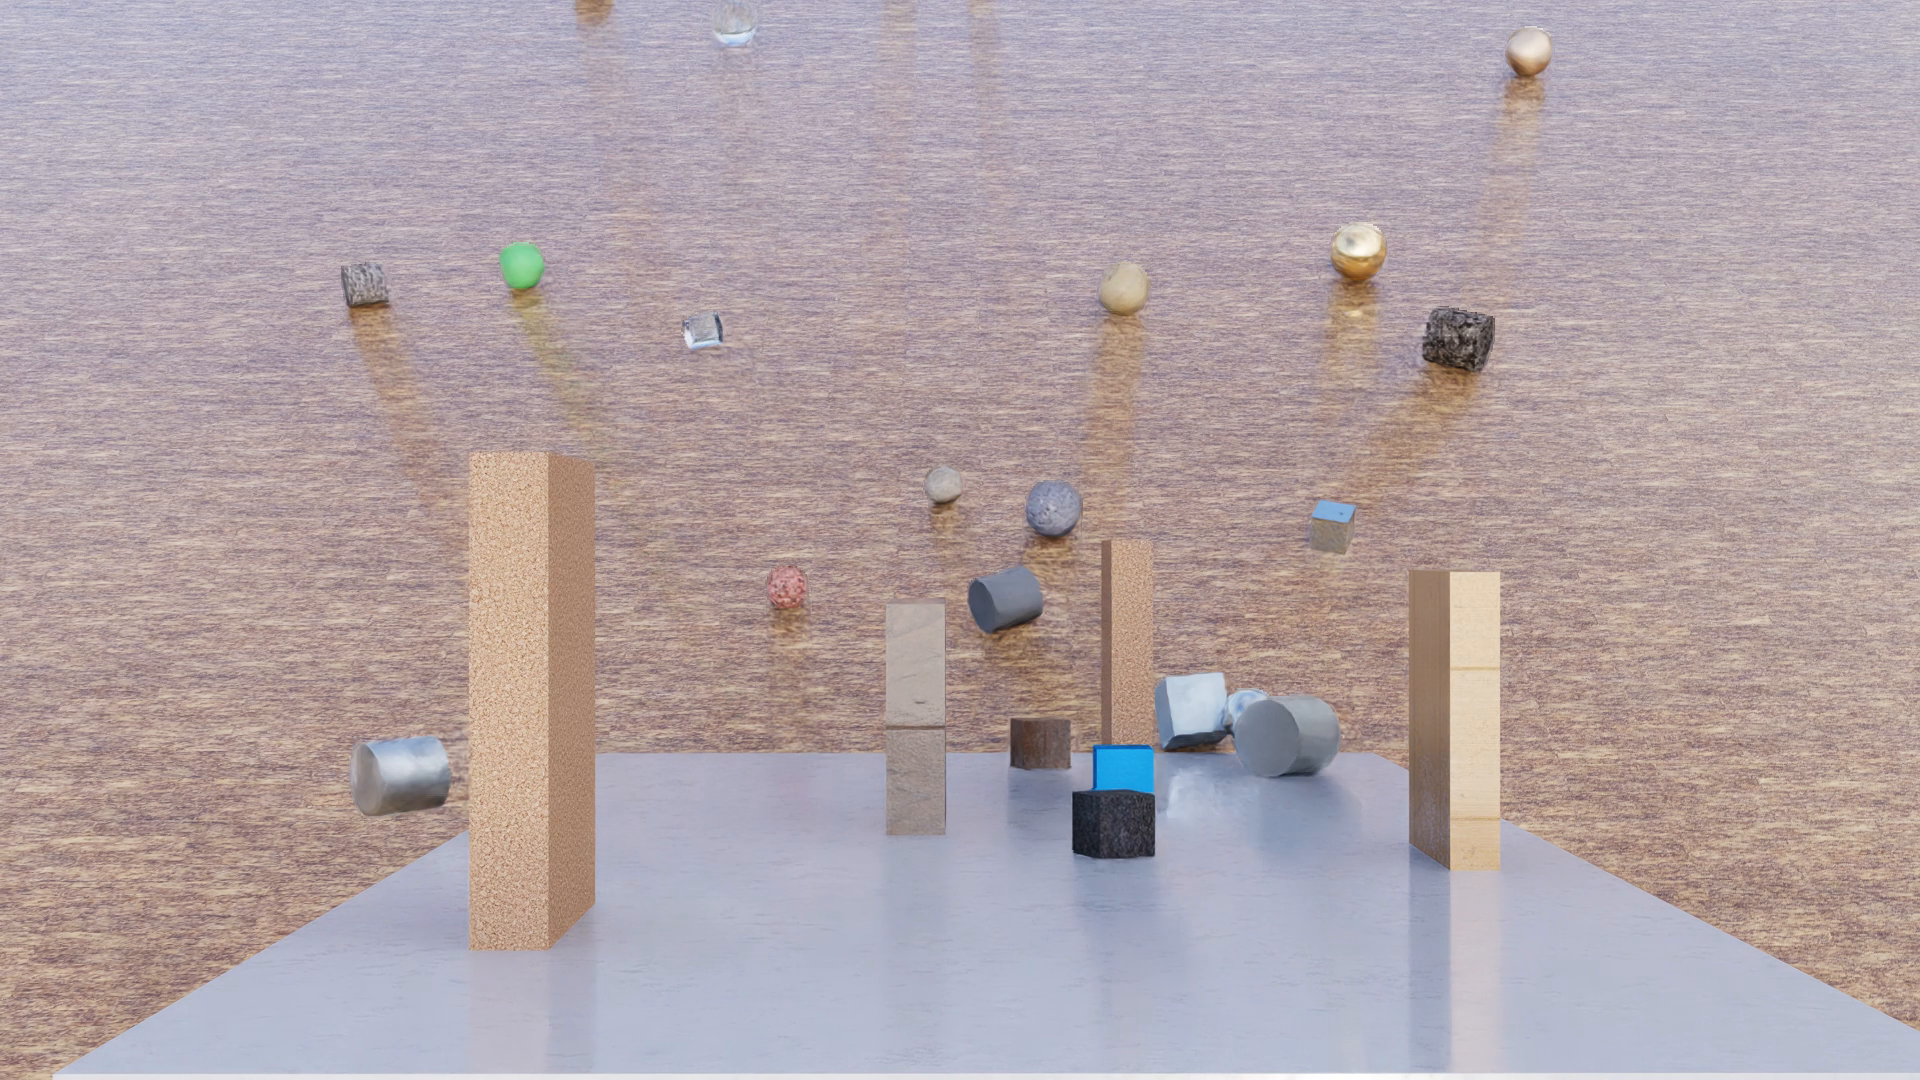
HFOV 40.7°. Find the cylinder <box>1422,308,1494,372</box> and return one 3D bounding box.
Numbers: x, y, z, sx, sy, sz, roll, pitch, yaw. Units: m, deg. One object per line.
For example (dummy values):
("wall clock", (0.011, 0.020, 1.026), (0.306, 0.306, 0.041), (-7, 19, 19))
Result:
("cylinder", (1.687, -0.678, 8.770), (0.185, 0.185, 0.185), (15, 33, 24))

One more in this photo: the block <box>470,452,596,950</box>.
("block", (-0.603, 0.216, 3.681), (0.106, 0.665, 0.447), (0, 0, 0))

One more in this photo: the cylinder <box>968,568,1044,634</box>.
("cylinder", (0.130, 0.171, 7.330), (0.154, 0.154, 0.154), (-17, 34, -26))

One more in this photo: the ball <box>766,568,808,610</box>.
("ball", (-0.495, 0.139, 7.420), (0.119, 0.119, 0.119), (0, 30, 0))

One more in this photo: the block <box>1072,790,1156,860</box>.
("block", (0.268, 0.495, 4.509), (0.107, 0.107, 0.107), (0, 0, -24))

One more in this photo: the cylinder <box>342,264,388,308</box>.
("cylinder", (-2.118, -0.906, 9.210), (0.138, 0.138, 0.138), (-10, 32, -18))

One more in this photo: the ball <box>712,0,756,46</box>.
("ball", (-1.012, -2.313, 11.585), (0.203, 0.203, 0.203), (0, 30, 0))

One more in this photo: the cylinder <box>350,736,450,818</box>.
("cylinder", (-1.183, 0.498, 5.466), (0.155, 0.155, 0.155), (-5, 27, -38))

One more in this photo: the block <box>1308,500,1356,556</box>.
("block", (1.113, -0.038, 7.735), (0.110, 0.110, 0.110), (10, 32, 17))

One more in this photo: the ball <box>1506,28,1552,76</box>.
("ball", (2.475, -2.119, 11.250), (0.202, 0.202, 0.202), (0, 30, 0))

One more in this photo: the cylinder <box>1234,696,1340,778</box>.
("cylinder", (0.765, 0.458, 6.045), (0.179, 0.179, 0.179), (25, 16, 37))

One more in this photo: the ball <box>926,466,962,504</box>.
("ball", (-0.050, -0.167, 7.954), (0.115, 0.115, 0.115), (0, 30, 0))

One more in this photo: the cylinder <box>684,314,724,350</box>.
("cylinder", (-0.885, -0.719, 8.916), (0.108, 0.108, 0.108), (-12, 32, -20))

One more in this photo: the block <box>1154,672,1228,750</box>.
("block", (0.609, 0.448, 6.786), (0.154, 0.154, 0.154), (-5, 73, -9))

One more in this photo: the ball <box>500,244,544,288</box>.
("ball", (-1.579, -0.986, 9.330), (0.159, 0.159, 0.159), (0, 30, 0))

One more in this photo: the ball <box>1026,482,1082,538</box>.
("ball", (0.280, -0.091, 7.770), (0.168, 0.168, 0.168), (0, 30, 0))

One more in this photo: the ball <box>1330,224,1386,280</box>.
("ball", (1.444, -1.043, 9.386), (0.202, 0.202, 0.202), (0, 30, 0))

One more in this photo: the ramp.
("ramp", (0.067, 0.598, 4.657), (2.000, 0.100, 4.000), (0, 0, 0))

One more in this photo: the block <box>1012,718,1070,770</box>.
("block", (0.194, 0.491, 6.250), (0.115, 0.115, 0.115), (0, 0, -15))

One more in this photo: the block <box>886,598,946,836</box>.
("block", (-0.083, 0.333, 5.029), (0.110, 0.430, 0.446), (0, 0, 0))

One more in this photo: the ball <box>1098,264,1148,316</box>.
("ball", (0.577, -0.881, 9.128), (0.179, 0.179, 0.179), (0, 30, 0))

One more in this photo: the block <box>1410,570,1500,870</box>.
("block", (0.854, 0.300, 4.484), (0.083, 0.494, 0.391), (0, 0, 0))

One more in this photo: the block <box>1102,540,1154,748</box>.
("block", (0.362, 0.274, 5.637), (0.087, 0.547, 0.386), (0, 0, 0))

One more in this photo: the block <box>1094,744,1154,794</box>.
("block", (0.339, 0.490, 5.385), (0.117, 0.117, 0.117), (0, 0, -1))

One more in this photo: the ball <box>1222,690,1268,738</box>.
("ball", (0.742, 0.453, 6.656), (0.137, 0.137, 0.137), (0, 30, 0))
